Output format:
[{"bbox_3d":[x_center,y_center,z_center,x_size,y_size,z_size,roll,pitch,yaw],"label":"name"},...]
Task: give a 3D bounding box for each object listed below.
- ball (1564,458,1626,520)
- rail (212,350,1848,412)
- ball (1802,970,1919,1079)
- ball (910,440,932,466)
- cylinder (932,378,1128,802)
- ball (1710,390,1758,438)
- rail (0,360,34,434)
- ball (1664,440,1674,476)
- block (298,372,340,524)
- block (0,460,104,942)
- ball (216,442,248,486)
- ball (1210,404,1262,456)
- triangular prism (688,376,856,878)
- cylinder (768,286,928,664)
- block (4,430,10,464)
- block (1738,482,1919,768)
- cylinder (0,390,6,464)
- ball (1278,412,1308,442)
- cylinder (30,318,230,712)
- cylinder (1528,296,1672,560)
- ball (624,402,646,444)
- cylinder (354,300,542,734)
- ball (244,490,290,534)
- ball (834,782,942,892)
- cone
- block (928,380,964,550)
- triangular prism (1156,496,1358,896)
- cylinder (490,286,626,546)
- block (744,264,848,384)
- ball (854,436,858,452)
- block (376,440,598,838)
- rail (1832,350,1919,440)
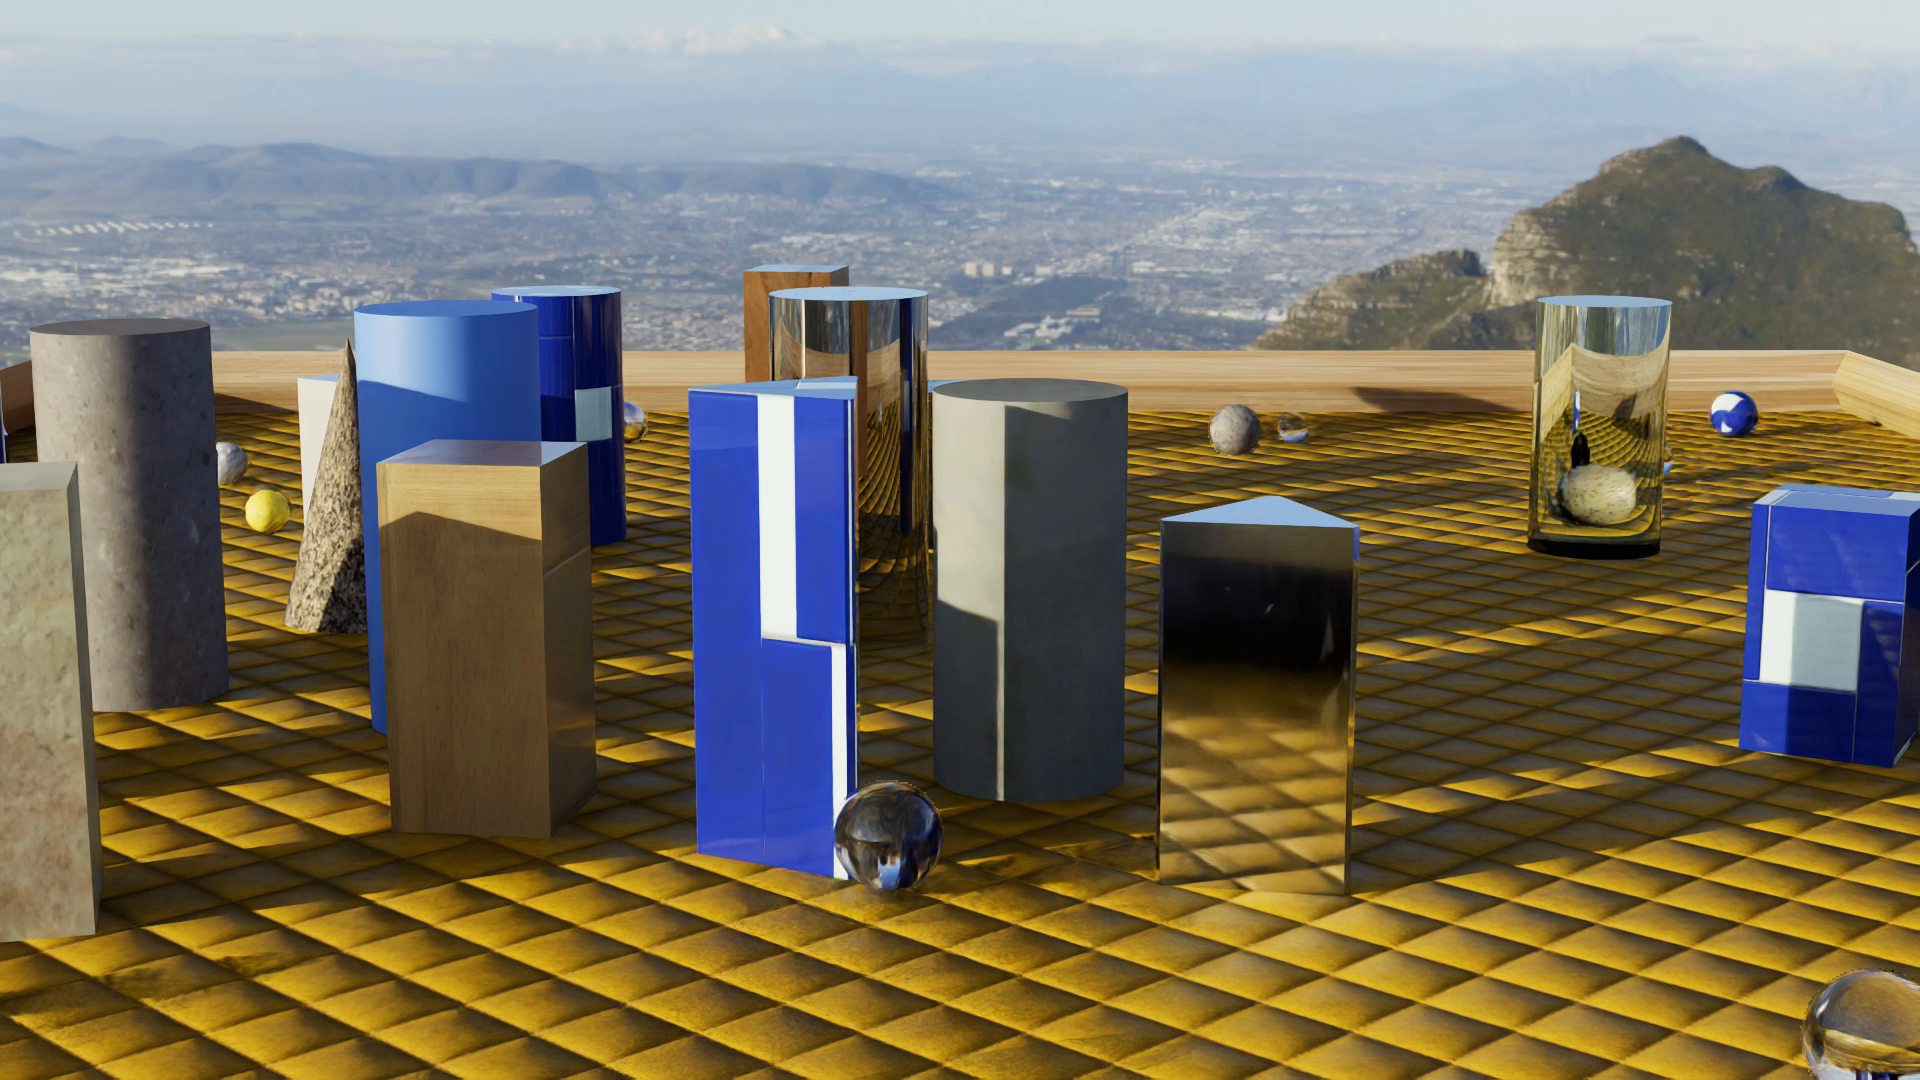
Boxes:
[{"bbox_3d":[1.029,-0.082,4.160,0.099,0.099,0.099,0,10,0],"label":"ball"},{"bbox_3d":[-0.012,-0.333,5.424,3.796,0.129,0.045,0,10,0],"label":"rail"},{"bbox_3d":[0.645,0.353,1.807,0.099,0.099,0.099,0,10,0],"label":"ball"},{"bbox_3d":[-0.069,-0.160,4.722,0.046,0.046,0.046,0,10,0],"label":"ball"},{"bbox_3d":[0.071,0.046,2.629,0.198,0.403,0.198,0,10,0],"label":"cylinder"},{"bbox_3d":[1.533,-0.249,5.078,0.093,0.093,0.093,0,10,0],"label":"ball"},{"bbox_3d":[-1.874,0.035,3.438,0.045,0.129,4.066,0,10,0],"label":"rail"},{"bbox_3d":[1.209,-0.147,4.523,0.093,0.093,0.093,0,10,0],"label":"ball"},{"bbox_3d":[-0.829,-0.091,3.682,0.158,0.289,0.158,7,13,34],"label":"block"},{"bbox_3d":[-0.832,0.136,2.197,0.158,0.383,0.158,-3,11,-15],"label":"block"},{"bbox_3d":[-1.290,-0.135,4.504,0.076,0.076,0.076,0,10,0],"label":"ball"},{"bbox_3d":[0.520,-0.208,4.845,0.096,0.096,0.096,0,10,0],"label":"ball"},{"bbox_3d":[-0.136,0.073,2.391,0.171,0.438,0.148,6,12,28],"label":"triangular prism"},{"bbox_3d":[-0.138,-0.086,3.222,0.198,0.447,0.198,0,10,0],"label":"cylinder"},{"bbox_3d":[-1.203,0.022,3.028,0.158,0.306,0.158,-5,11,-23],"label":"block"},{"bbox_3d":[0.948,0.088,2.775,0.158,0.268,0.158,6,12,29],"label":"block"},{"bbox_3d":[-1.044,0.024,2.542,0.198,0.480,0.198,0,10,0],"label":"cylinder"},{"bbox_3d":[0.650,-0.220,5.012,0.059,0.059,0.059,0,10,0],"label":"ball"},{"bbox_3d":[-0.964,-0.033,2.985,0.198,0.430,0.198,0,10,0],"label":"cylinder"},{"bbox_3d":[0.968,-0.173,3.888,0.198,0.377,0.198,0,10,0],"label":"cylinder"},{"bbox_3d":[-0.651,-0.228,4.999,0.081,0.081,0.081,0,10,0],"label":"ball"},{"bbox_3d":[-0.563,-0.026,2.855,0.198,0.464,0.198,0,10,0],"label":"cylinder"},{"bbox_3d":[-1.091,-0.045,4.041,0.068,0.068,0.068,0,10,0],"label":"ball"},{"bbox_3d":[-0.064,0.263,2.277,0.096,0.096,0.096,0,10,0],"label":"ball"},{"bbox_3d":[-0.802,-0.082,3.394,0.198,0.376,0.198,0,10,0],"label":"cone"},{"bbox_3d":[-0.030,-0.119,3.967,0.158,0.240,0.158,-1,11,-8],"label":"block"},{"bbox_3d":[0.276,0.136,2.338,0.171,0.333,0.148,2,11,12],"label":"triangular prism"},{"bbox_3d":[-0.621,-0.194,3.980,0.198,0.385,0.198,0,10,0],"label":"cylinder"},{"bbox_3d":[-0.296,-0.315,4.690,0.158,0.363,0.158,2,11,10],"label":"block"},{"bbox_3d":[-0.219,-0.180,4.811,0.053,0.053,0.053,0,10,0],"label":"ball"},{"bbox_3d":[-0.458,0.092,2.504,0.158,0.359,0.158,1,11,8],"label":"block"},{"bbox_3d":[1.874,0.031,3.459,0.045,0.129,4.066,0,10,0],"label":"rail"}]
